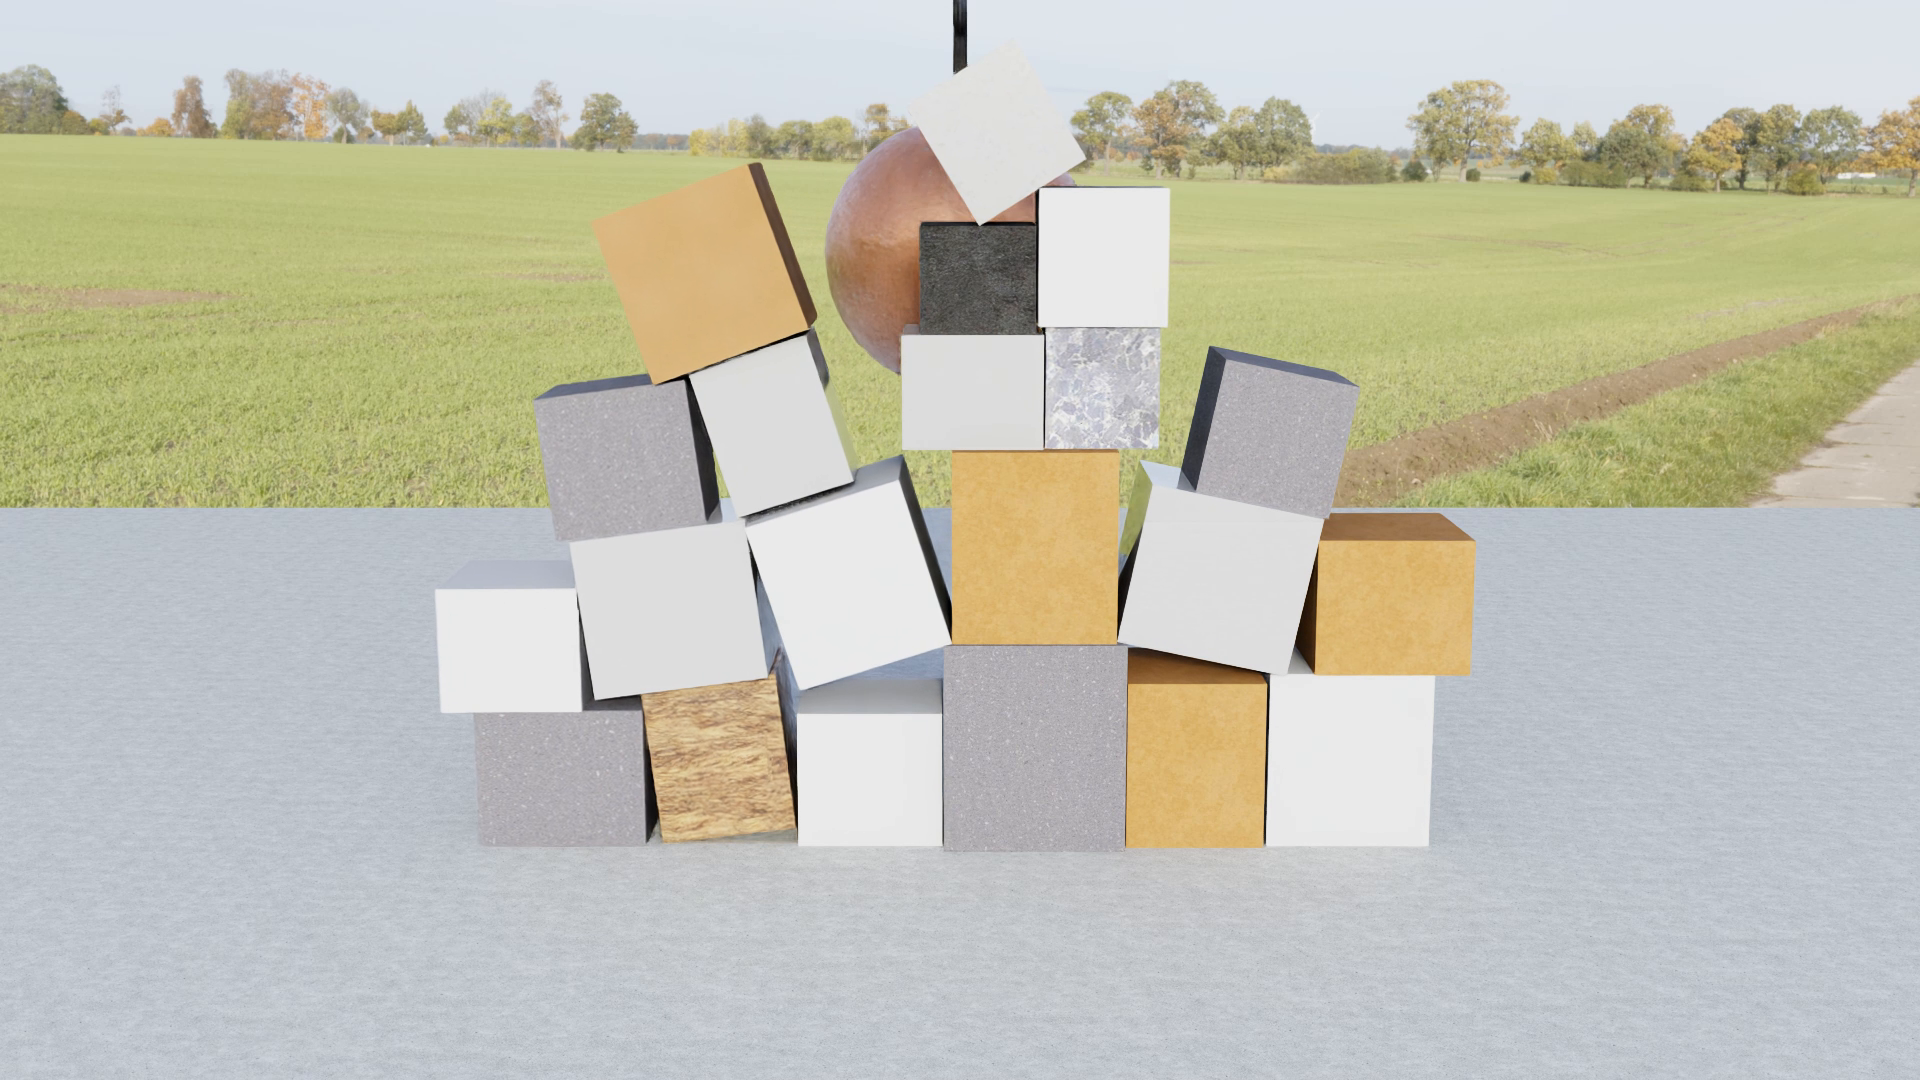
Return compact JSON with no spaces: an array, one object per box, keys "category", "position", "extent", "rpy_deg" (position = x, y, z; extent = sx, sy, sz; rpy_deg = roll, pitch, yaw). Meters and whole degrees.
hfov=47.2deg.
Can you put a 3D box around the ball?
[{"category":"ball","position":[0.000,-1.681,12.983],"extent":[1.600,1.600,1.600],"rpy_deg":[0,10,0]}]

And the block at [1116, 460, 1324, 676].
[{"category":"block","position":[1.277,0.126,11.207],"extent":[0.857,0.804,0.841],"rpy_deg":[12,10,-2]}]

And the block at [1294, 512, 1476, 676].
[{"category":"block","position":[2.145,0.264,11.246],"extent":[0.770,0.677,0.826],"rpy_deg":[0,10,0]}]

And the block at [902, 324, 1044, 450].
[{"category":"block","position":[0.063,-0.774,11.035],"extent":[0.691,0.561,0.642],"rpy_deg":[0,10,0]}]

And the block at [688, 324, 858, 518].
[{"category":"block","position":[-0.925,-0.608,11.059],"extent":[0.602,0.754,0.630],"rpy_deg":[-17,10,3]}]

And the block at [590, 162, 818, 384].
[{"category":"block","position":[-1.248,-1.338,10.929],"extent":[0.801,0.835,0.777],"rpy_deg":[-20,10,3]}]

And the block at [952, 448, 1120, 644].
[{"category":"block","position":[0.367,-0.033,11.187],"extent":[0.814,0.953,0.880],"rpy_deg":[0,10,0]}]

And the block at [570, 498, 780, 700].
[{"category":"block","position":[-1.432,0.275,11.214],"extent":[0.865,0.798,0.813],"rpy_deg":[-7,10,1]}]

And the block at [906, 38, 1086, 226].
[{"category":"block","position":[0.171,-2.007,10.831],"extent":[0.605,0.668,0.654],"rpy_deg":[-32,9,5]}]

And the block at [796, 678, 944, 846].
[{"category":"block","position":[-0.452,1.138,11.393],"extent":[0.724,0.684,0.751],"rpy_deg":[0,10,0]}]

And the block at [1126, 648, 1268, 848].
[{"category":"block","position":[1.179,1.059,11.379],"extent":[0.689,0.845,0.809],"rpy_deg":[0,10,0]}]

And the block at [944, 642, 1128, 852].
[{"category":"block","position":[0.372,0.960,11.336],"extent":[0.904,1.055,0.890],"rpy_deg":[0,10,0]}]

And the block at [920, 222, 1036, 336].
[{"category":"block","position":[0.088,-1.307,10.932],"extent":[0.563,0.525,0.610],"rpy_deg":[0,10,0]}]

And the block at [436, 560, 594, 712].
[{"category":"block","position":[-2.232,0.481,11.247],"extent":[0.698,0.624,0.764],"rpy_deg":[0,10,0]}]

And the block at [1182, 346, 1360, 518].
[{"category":"block","position":[1.551,-0.556,11.092],"extent":[0.669,0.662,0.745],"rpy_deg":[12,10,-2]}]

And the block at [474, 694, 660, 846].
[{"category":"block","position":[-2.001,1.131,11.373],"extent":[0.839,0.702,0.743],"rpy_deg":[0,10,0]}]

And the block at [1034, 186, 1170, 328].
[{"category":"block","position":[0.694,-1.415,10.910],"extent":[0.627,0.663,0.621],"rpy_deg":[0,10,0]}]

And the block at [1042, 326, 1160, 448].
[{"category":"block","position":[0.697,-0.793,11.025],"extent":[0.558,0.601,0.552],"rpy_deg":[0,10,0]}]

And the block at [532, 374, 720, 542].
[{"category":"block","position":[-1.667,-0.444,11.097],"extent":[0.747,0.707,0.670],"rpy_deg":[-7,10,1]}]

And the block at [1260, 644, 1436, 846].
[{"category":"block","position":[1.952,1.035,11.384],"extent":[0.816,0.890,0.779],"rpy_deg":[0,10,0]}]

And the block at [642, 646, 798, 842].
[{"category":"block","position":[-1.212,1.045,11.364],"extent":[0.677,0.806,0.641],"rpy_deg":[-7,10,1]}]

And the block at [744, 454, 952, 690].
[{"category":"block","position":[-0.544,0.145,11.195],"extent":[0.786,0.853,0.909],"rpy_deg":[-17,10,3]}]

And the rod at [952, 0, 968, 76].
[{"category":"rod","position":[0.000,-4.609,11.256],"extent":[0.080,5.200,0.080],"rpy_deg":[0,31,0]}]
